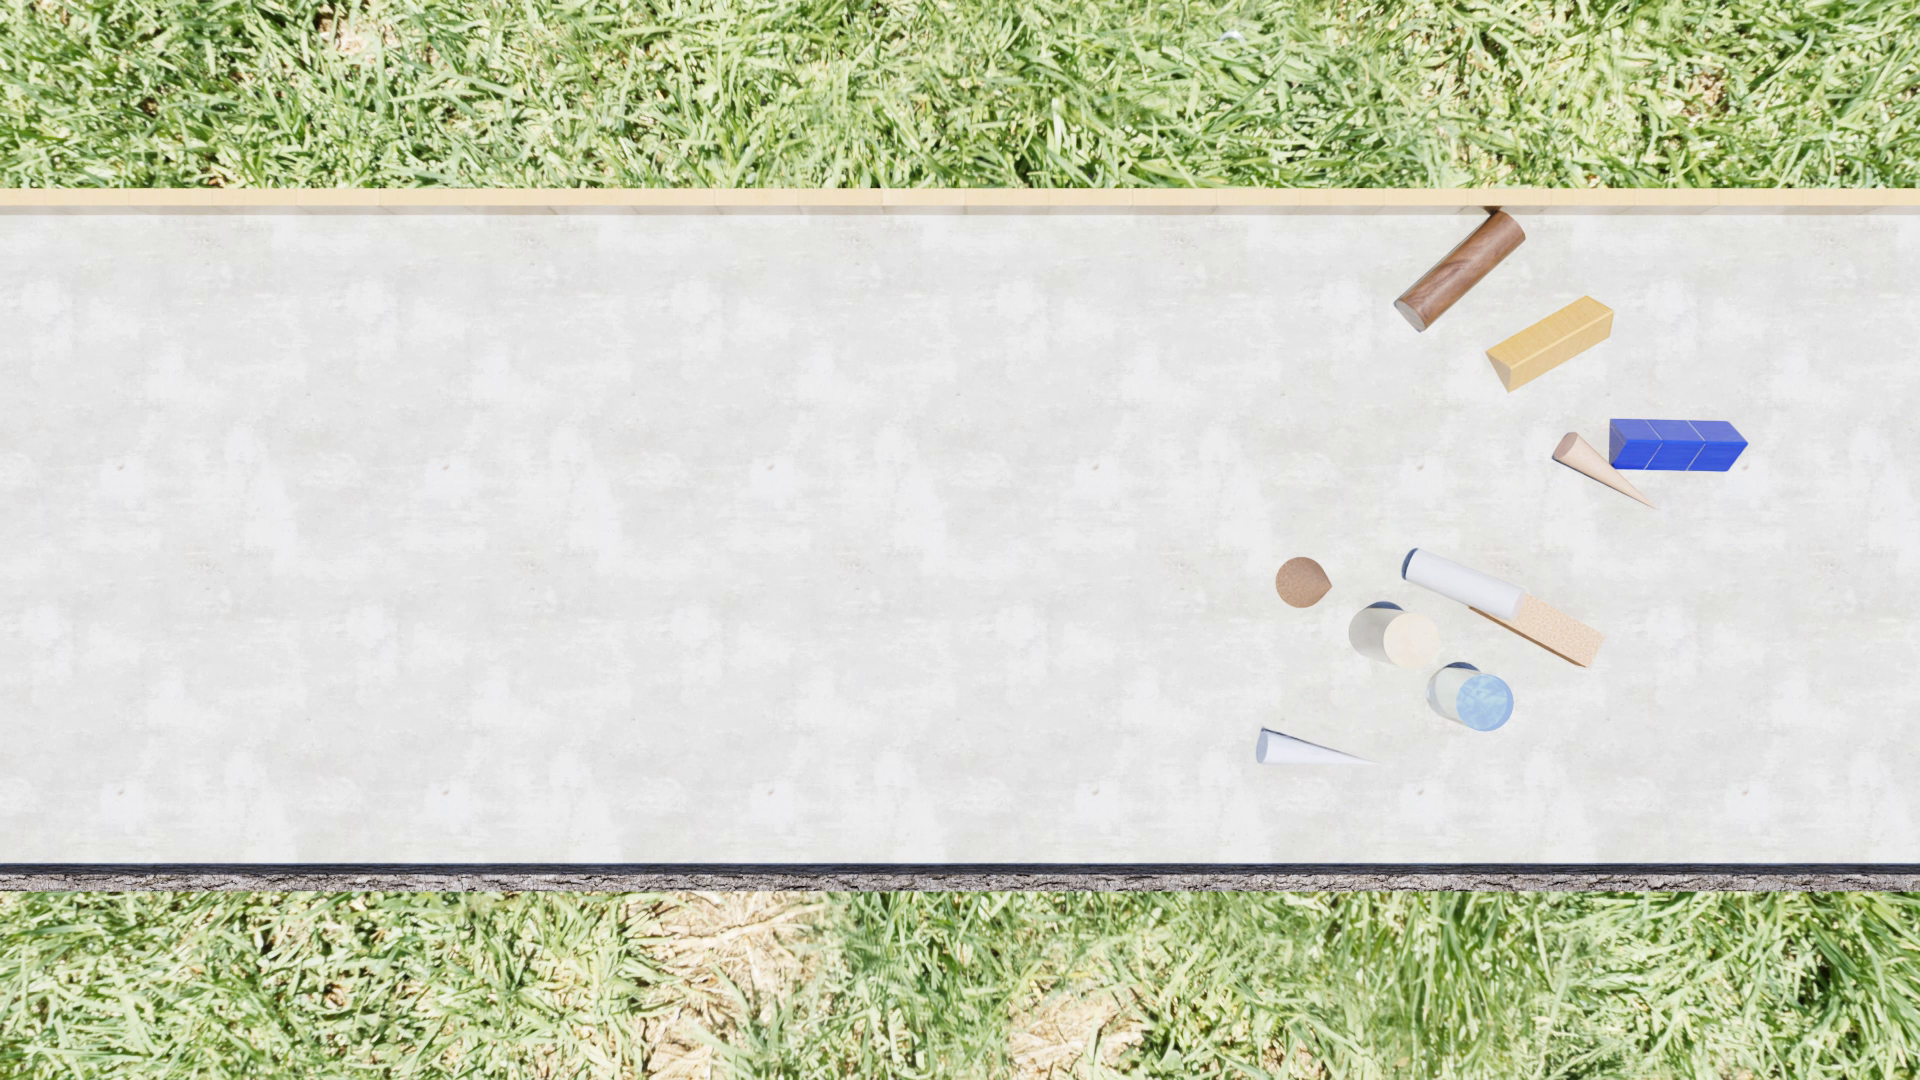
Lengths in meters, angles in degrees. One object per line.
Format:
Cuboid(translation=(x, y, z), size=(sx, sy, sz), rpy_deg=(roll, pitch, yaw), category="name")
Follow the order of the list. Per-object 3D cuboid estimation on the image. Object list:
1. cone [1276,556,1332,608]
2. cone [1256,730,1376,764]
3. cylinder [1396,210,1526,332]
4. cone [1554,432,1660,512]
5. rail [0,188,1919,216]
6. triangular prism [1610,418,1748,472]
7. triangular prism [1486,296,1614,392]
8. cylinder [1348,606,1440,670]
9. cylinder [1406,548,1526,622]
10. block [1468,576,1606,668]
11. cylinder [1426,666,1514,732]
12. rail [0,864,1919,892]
Cuboid(translation=(1.050, 0.131, 4.862), size=(0.159, 0.430, 0.159), rpy_deg=(0, 90, 0), category="cone")
Cuboid(translation=(1.111, 0.661, 5.051), size=(0.389, 0.104, 0.104), rpy_deg=(9, 90, -8), category="cone")
Cuboid(translation=(1.522, -0.817, 5.014), size=(0.408, 0.126, 0.126), rpy_deg=(-42, 90, 0), category="cylinder")
Cuboid(translation=(2.000, -0.188, 5.052), size=(0.373, 0.100, 0.100), rpy_deg=(33, 90, -8), category="cone")
Cuboid(translation=(-2.247, -1.025, 5.002), size=(12.000, 0.150, 0.050), rpy_deg=(0, 90, 0), category="rail")
Cuboid(translation=(2.179, -0.292, 5.006), size=(0.363, 0.133, 0.154), rpy_deg=(1, 90, 0), category="triangular prism")
Cuboid(translation=(1.806, -0.601, 5.010), size=(0.355, 0.125, 0.145), rpy_deg=(-29, 90, 0), category="triangular prism")
Cuboid(translation=(1.276, 0.285, 4.867), size=(0.160, 0.419, 0.160), rpy_deg=(0, 90, 0), category="cylinder")
Cuboid(translation=(1.516, 0.134, 4.948), size=(0.332, 0.107, 0.107), rpy_deg=(24, 90, 30), category="cylinder")
Cuboid(translation=(1.755, 0.249, 5.021), size=(0.374, 0.112, 0.112), rpy_deg=(28, 90, 0), category="block")
Cuboid(translation=(1.518, 0.471, 4.922), size=(0.167, 0.309, 0.167), rpy_deg=(0, 90, 0), category="cylinder")
Cuboid(translation=(-2.247, 1.025, 5.001), size=(12.000, 0.150, 0.050), rpy_deg=(0, 90, 0), category="rail")
